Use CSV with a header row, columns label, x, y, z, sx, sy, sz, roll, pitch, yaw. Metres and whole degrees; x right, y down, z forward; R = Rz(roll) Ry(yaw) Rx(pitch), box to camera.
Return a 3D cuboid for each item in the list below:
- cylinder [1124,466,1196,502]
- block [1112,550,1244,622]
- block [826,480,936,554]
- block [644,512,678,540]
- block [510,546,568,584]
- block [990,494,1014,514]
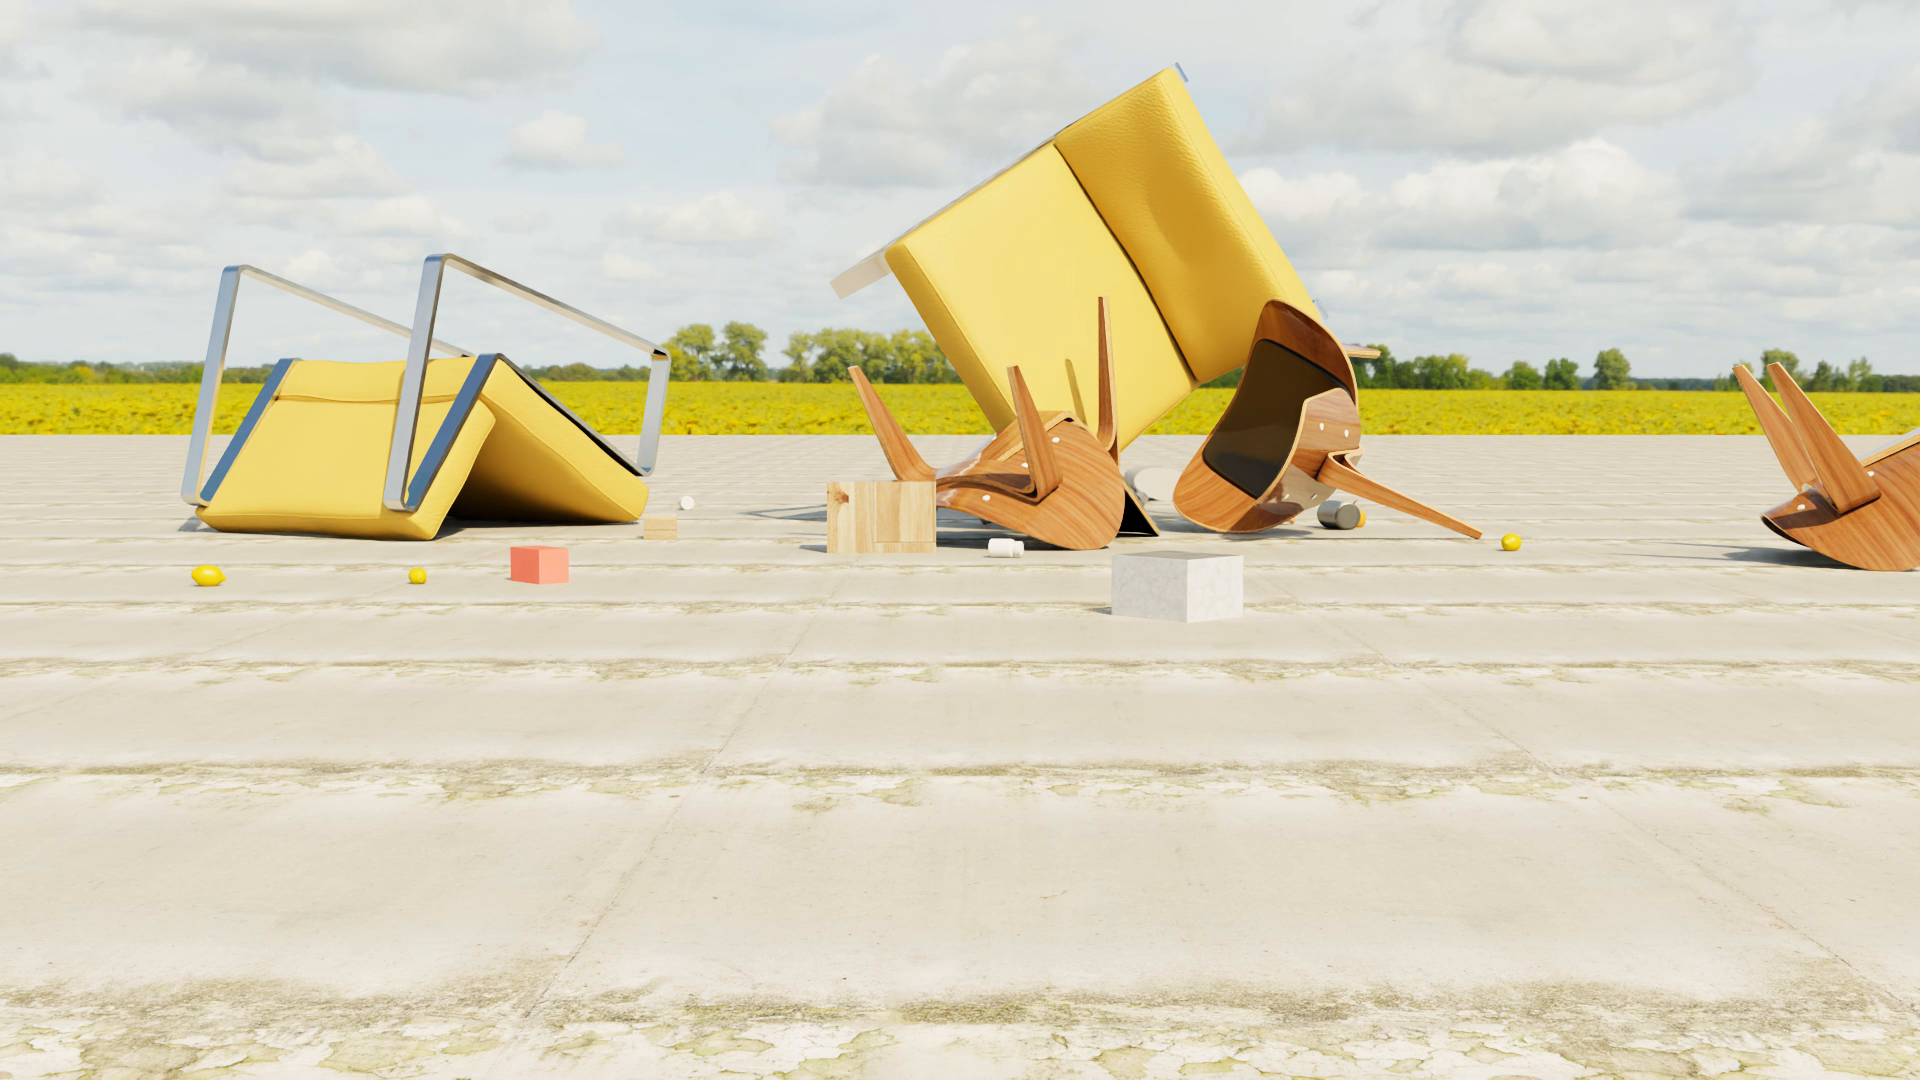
label,x,y,z,sx,sy,sz,roll,pitch,yaw
cylinder,0.807,-0.231,8.930,0.250,0.131,0.279,9,3,-5
block,0.430,0.090,4.351,0.170,0.121,0.195,-4,5,-44
block,-0.217,-0.066,6.085,0.298,0.195,0.141,0,4,-2
block,-0.903,-0.044,6.628,0.097,0.076,0.074,0,4,-6
block,-0.981,0.058,5.129,0.077,0.079,0.134,-3,5,-40
block,0.154,-0.129,7.944,0.068,0.066,0.058,-1,4,-20
